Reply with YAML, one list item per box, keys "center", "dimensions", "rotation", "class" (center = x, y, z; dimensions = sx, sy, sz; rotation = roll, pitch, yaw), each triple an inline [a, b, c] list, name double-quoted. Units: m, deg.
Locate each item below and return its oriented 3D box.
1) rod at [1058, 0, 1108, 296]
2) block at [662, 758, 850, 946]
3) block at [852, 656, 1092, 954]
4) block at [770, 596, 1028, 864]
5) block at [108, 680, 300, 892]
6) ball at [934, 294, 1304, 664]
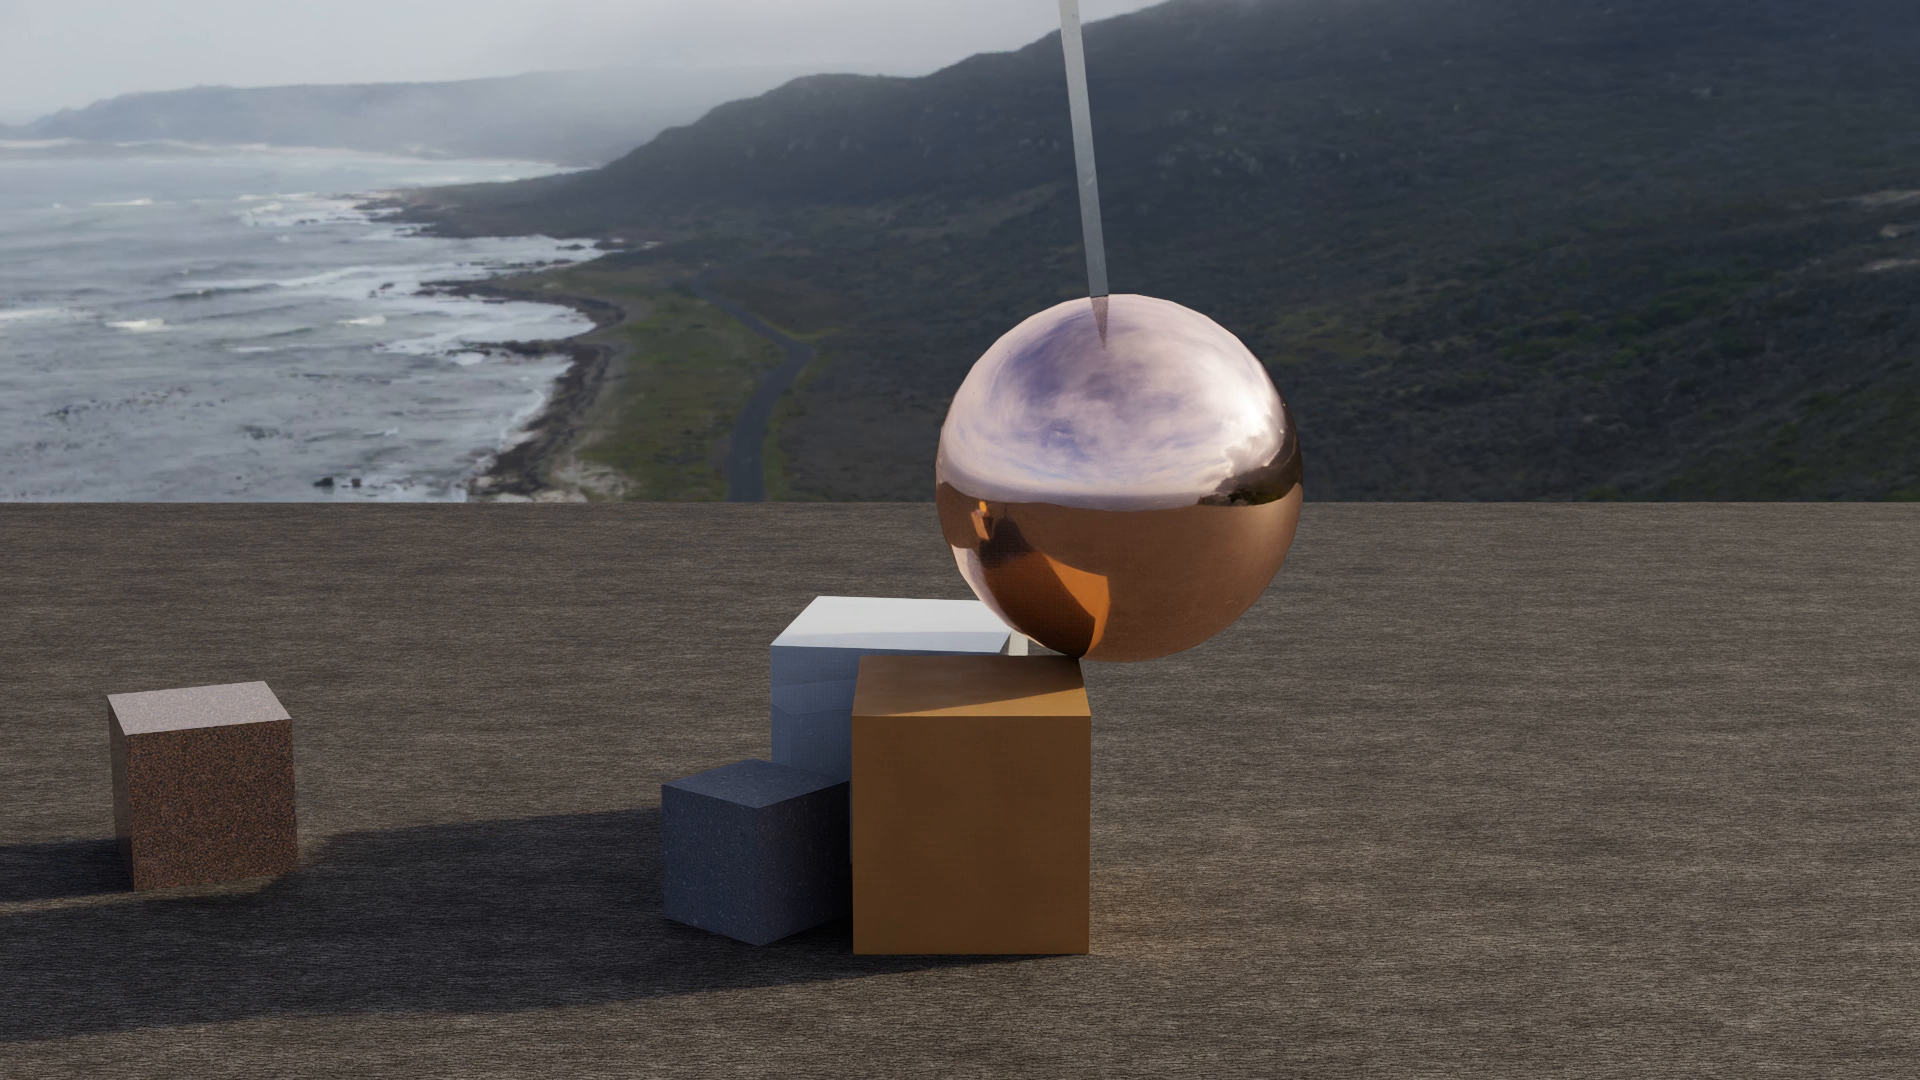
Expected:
- center: [0.298, -3.590, 10.528]
  dimensions: [0.080, 5.200, 0.080]
  rotation: [-6, 10, 1]
  class: "rod"
- center: [-0.855, 1.300, 10.788]
  dimensions: [0.562, 0.582, 0.546]
  rotation: [9, 13, 39]
  class: "block"
- center: [0.042, 1.089, 10.806]
  dimensions: [0.951, 0.990, 1.080]
  rotation: [0, 10, 0]
  class: "block"
- center: [-0.260, 0.874, 11.974]
  dimensions: [1.029, 0.996, 1.102]
  rotation: [1, 10, 8]
  class: "block"
- center: [-3.425, 1.094, 11.587]
  dimensions: [0.703, 0.702, 0.786]
  rotation: [-4, 11, -23]
  class: "block"
- center: [0.687, -0.267, 11.132]
  dimensions: [1.600, 1.600, 1.600]
  rotation: [0, 10, 0]
  class: "ball"
